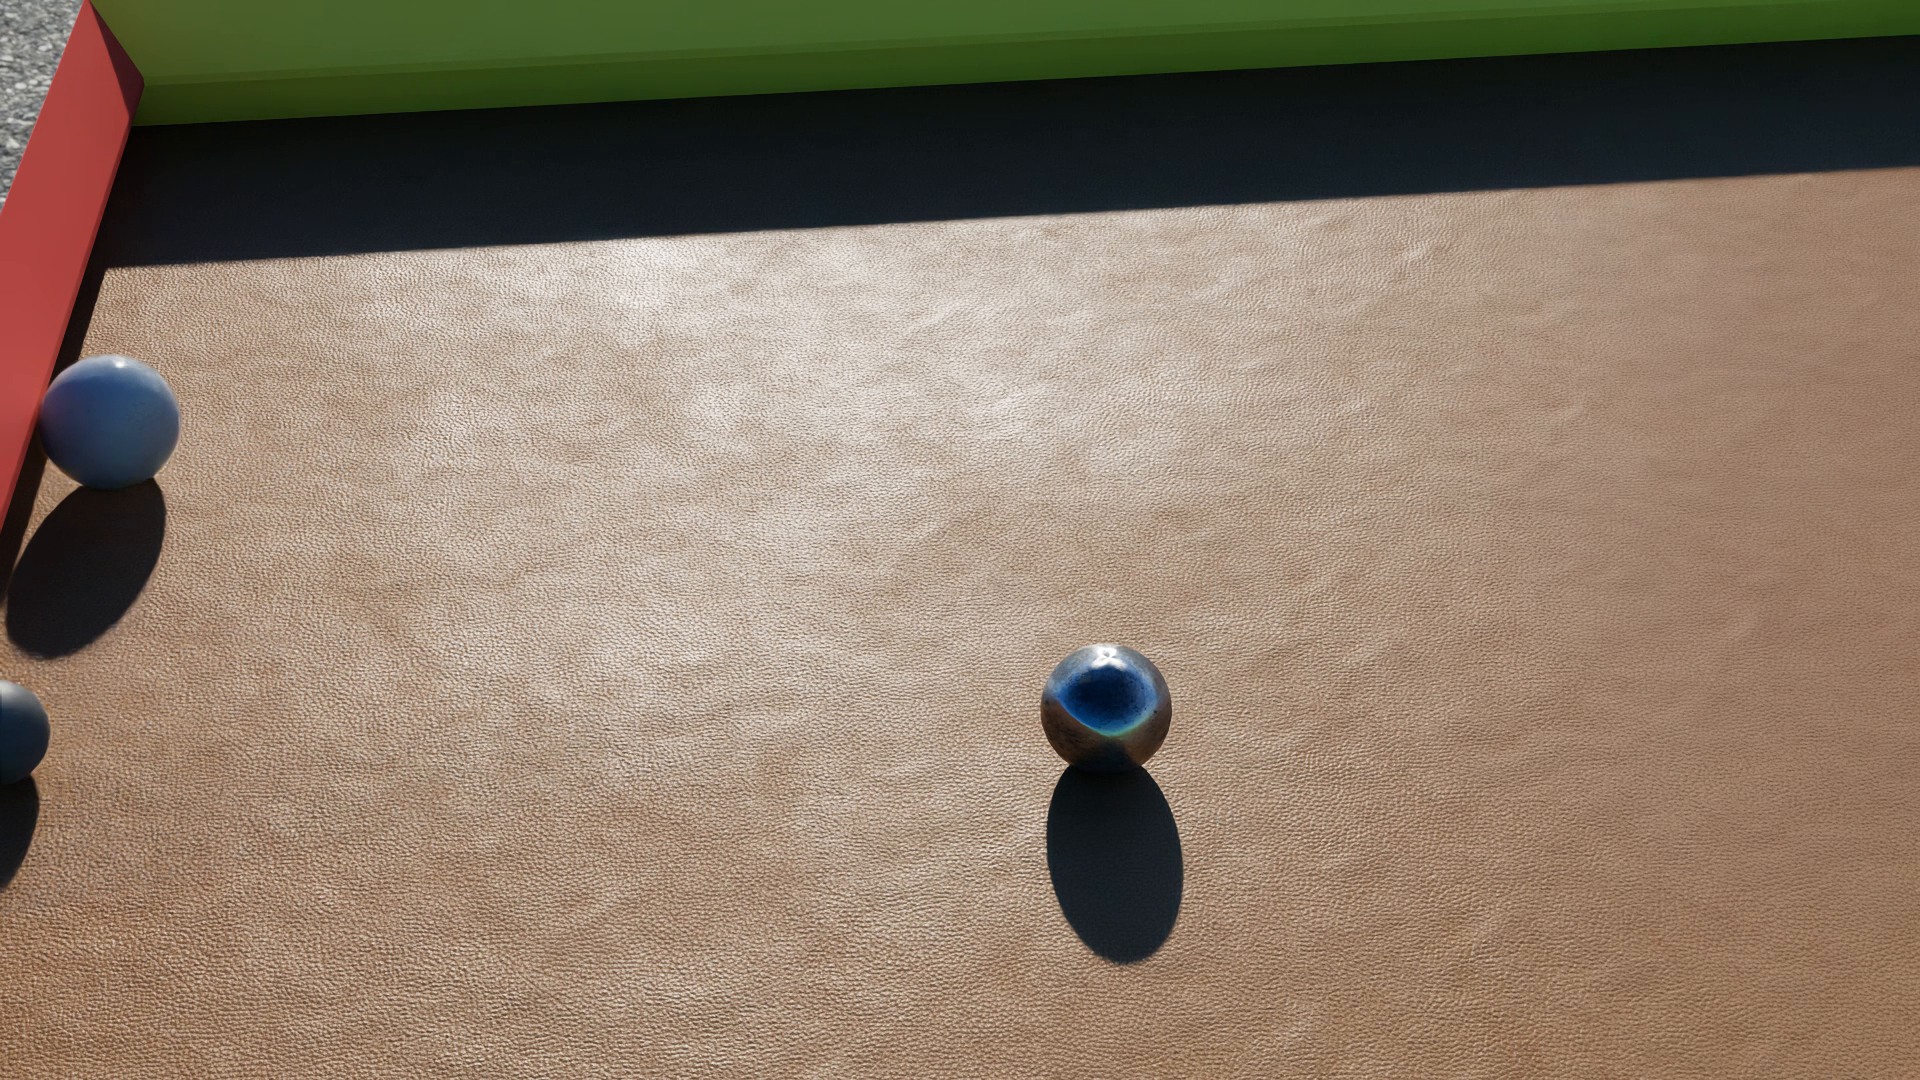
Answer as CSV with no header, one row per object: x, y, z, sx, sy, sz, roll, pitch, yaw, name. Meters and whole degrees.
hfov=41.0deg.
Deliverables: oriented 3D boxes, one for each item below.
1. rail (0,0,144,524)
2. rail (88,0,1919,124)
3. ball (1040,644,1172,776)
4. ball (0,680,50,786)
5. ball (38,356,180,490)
-0.645,0.026,1.633,0.045,0.124,1.560,-4,36,-5,rail
0.579,-0.500,2.371,2.692,0.124,0.045,-4,36,-5,rail
0.089,0.103,1.563,0.081,0.081,0.081,0,35,0,ball
-0.587,0.117,1.557,0.066,0.066,0.066,0,35,0,ball
-0.600,-0.083,1.812,0.095,0.095,0.095,0,35,0,ball
